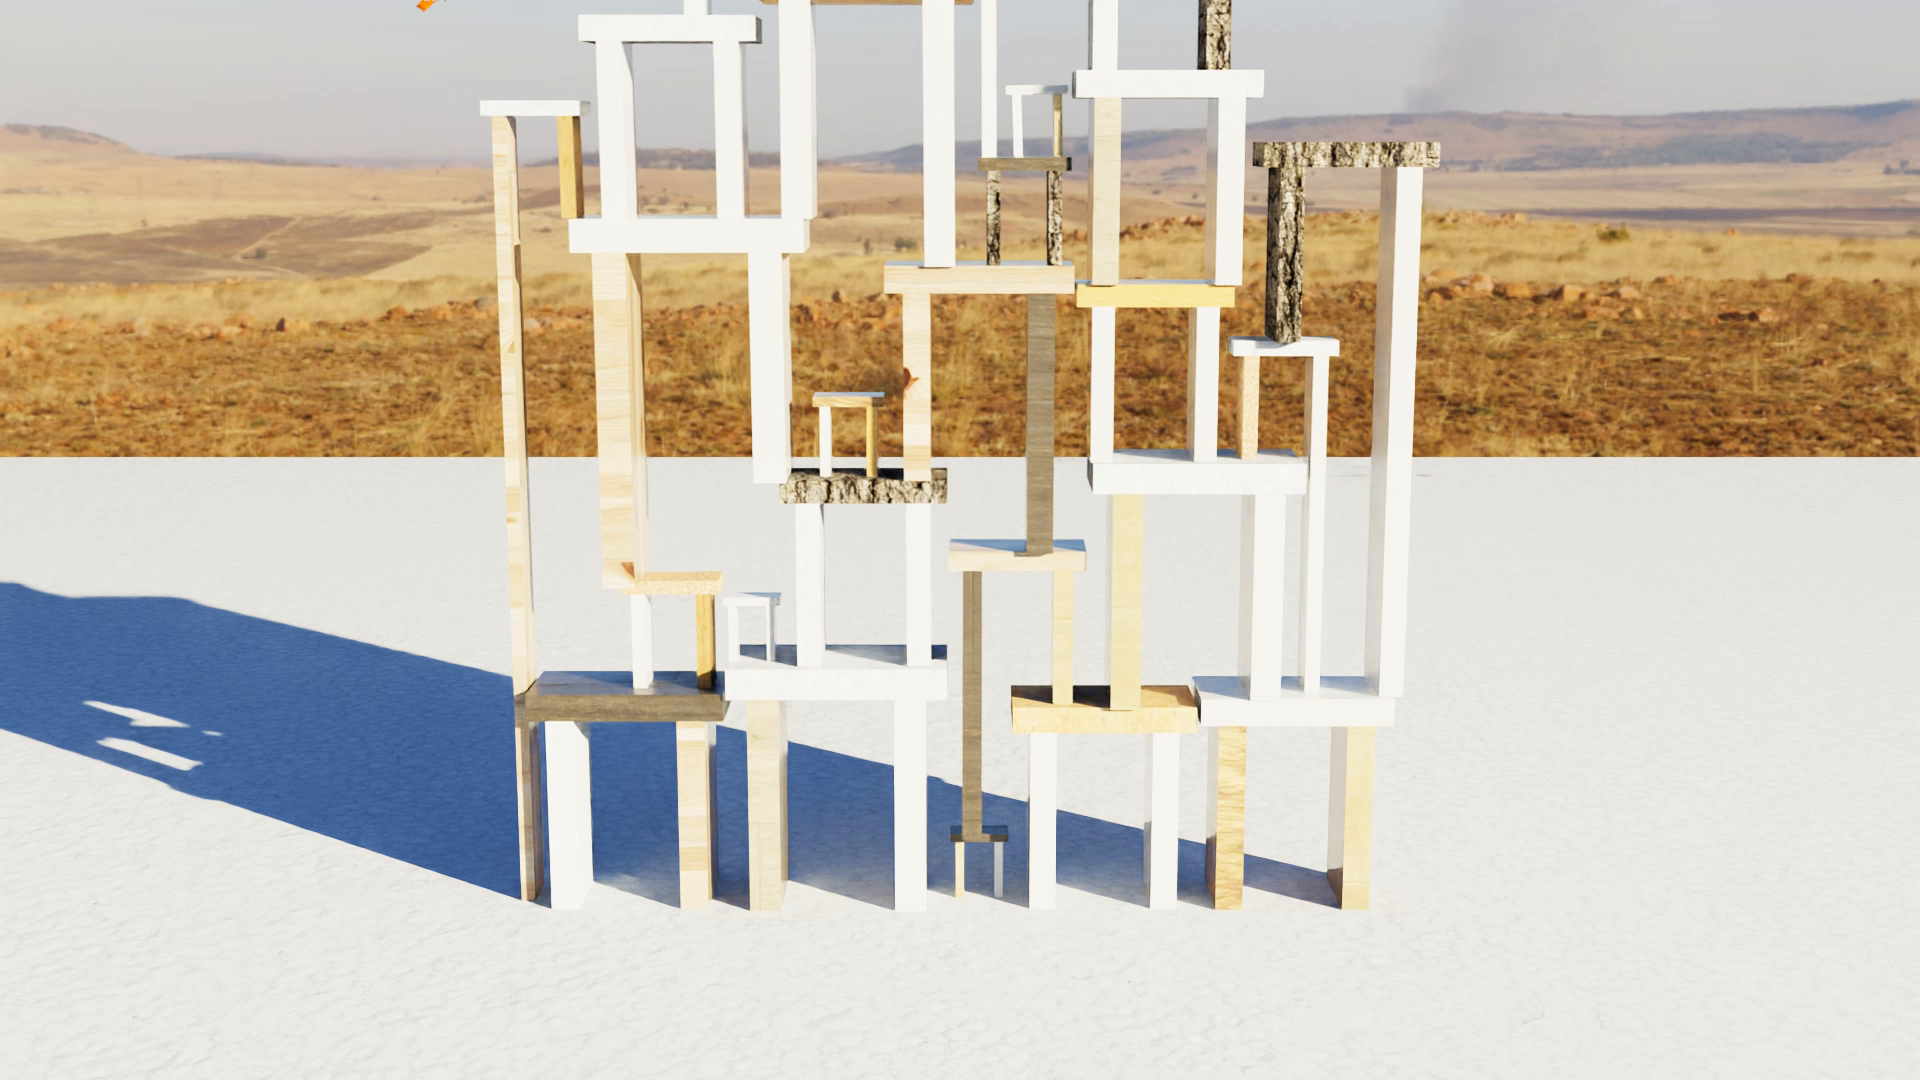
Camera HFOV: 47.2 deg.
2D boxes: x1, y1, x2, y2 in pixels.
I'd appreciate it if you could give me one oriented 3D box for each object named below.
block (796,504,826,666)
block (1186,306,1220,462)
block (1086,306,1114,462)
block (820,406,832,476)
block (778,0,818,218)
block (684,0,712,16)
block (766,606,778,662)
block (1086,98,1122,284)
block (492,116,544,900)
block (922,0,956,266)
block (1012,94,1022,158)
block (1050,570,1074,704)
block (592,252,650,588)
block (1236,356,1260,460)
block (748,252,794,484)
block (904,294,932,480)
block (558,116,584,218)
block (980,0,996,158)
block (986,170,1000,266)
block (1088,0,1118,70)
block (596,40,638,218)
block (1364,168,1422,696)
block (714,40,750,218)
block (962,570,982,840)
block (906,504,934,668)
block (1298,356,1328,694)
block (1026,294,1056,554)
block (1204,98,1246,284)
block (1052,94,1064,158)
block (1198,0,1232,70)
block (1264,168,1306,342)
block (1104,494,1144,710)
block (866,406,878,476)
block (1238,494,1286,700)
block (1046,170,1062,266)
[{"bbox_3d":[-0.242,0.061,3.572,0.038,0.265,0.133,0,11,0],"label":"block"},{"bbox_3d":[0.387,-0.254,3.508,0.035,0.245,0.122,0,11,0],"label":"block"},{"bbox_3d":[0.224,-0.254,3.508,0.035,0.245,0.122,0,11,0],"label":"block"},{"bbox_3d":[-0.215,-0.162,3.532,0.016,0.113,0.056,0,11,0],"label":"block"},{"bbox_3d":[-0.252,-0.671,3.437,0.047,0.328,0.164,0,11,0],"label":"block"},{"bbox_3d":[-0.406,-0.955,3.384,0.032,0.293,0.112,0,11,0],"label":"block"},{"bbox_3d":[-0.307,0.147,3.584,0.013,0.092,0.046,0,11,0],"label":"block"},{"bbox_3d":[0.225,-0.549,3.454,0.040,0.285,0.143,0,11,-1],"label":"block"},{"bbox_3d":[-0.714,-0.037,3.557,0.022,1.275,0.078,0,11,0],"label":"block"},{"bbox_3d":[-0.032,-0.635,3.441,0.047,0.401,0.164,0,11,0],"label":"block"},{"bbox_3d":[0.089,-0.647,3.432,0.014,0.095,0.048,-2,13,1],"label":"block"},{"bbox_3d":[0.166,0.148,3.590,0.031,0.220,0.110,0,11,1],"label":"block"},{"bbox_3d":[-0.540,-0.199,3.517,0.051,0.528,0.180,0,11,0],"label":"block"},{"bbox_3d":[0.461,-0.216,3.523,0.023,0.166,0.083,0,11,0],"label":"block"},{"bbox_3d":[-0.300,-0.282,3.504,0.051,0.359,0.180,-1,11,-1],"label":"block"},{"bbox_3d":[-0.067,-0.252,3.516,0.042,0.295,0.148,0,11,0],"label":"block"},{"bbox_3d":[-0.610,-0.586,3.450,0.022,0.157,0.078,-1,11,0],"label":"block"},{"bbox_3d":[0.043,-0.816,3.408,0.022,0.439,0.078,-1,11,-1],"label":"block"},{"bbox_3d":[0.052,-0.508,3.459,0.021,0.145,0.072,0,11,0],"label":"block"},{"bbox_3d":[0.221,-0.858,3.398,0.037,0.262,0.131,0,11,0],"label":"block"},{"bbox_3d":[-0.536,-0.641,3.441,0.038,0.268,0.134,-1,11,-1],"label":"block"},{"bbox_3d":[0.694,-0.173,3.533,0.038,0.841,0.135,0,11,0],"label":"block"},{"bbox_3d":[-0.357,-0.642,3.442,0.038,0.268,0.134,0,11,-1],"label":"block"},{"bbox_3d":[0.020,0.260,3.612,0.031,0.450,0.110,0,11,0],"label":"block"},{"bbox_3d":[-0.065,0.061,3.572,0.038,0.265,0.133,0,11,1],"label":"block"},{"bbox_3d":[0.570,-0.029,3.558,0.023,0.548,0.083,0,11,0],"label":"block"},{"bbox_3d":[0.128,-0.194,3.527,0.042,0.412,0.148,0,11,1],"label":"block"},{"bbox_3d":[0.415,-0.549,3.456,0.040,0.285,0.143,0,11,-1],"label":"block"},{"bbox_3d":[0.152,-0.647,3.431,0.014,0.095,0.048,-2,13,1],"label":"block"},{"bbox_3d":[0.395,-0.858,3.401,0.037,0.262,0.131,0,11,0],"label":"block"},{"bbox_3d":[0.513,-0.454,3.481,0.038,0.270,0.135,0,11,0],"label":"block"},{"bbox_3d":[0.265,0.085,3.572,0.047,0.350,0.167,0,11,0],"label":"block"},{"bbox_3d":[-0.140,-0.162,3.532,0.016,0.112,0.056,0,11,0],"label":"block"},{"bbox_3d":[0.488,0.077,3.571,0.047,0.335,0.167,0,10,0],"label":"block"},{"bbox_3d":[0.148,-0.508,3.459,0.021,0.145,0.072,0,11,0],"label":"block"}]
